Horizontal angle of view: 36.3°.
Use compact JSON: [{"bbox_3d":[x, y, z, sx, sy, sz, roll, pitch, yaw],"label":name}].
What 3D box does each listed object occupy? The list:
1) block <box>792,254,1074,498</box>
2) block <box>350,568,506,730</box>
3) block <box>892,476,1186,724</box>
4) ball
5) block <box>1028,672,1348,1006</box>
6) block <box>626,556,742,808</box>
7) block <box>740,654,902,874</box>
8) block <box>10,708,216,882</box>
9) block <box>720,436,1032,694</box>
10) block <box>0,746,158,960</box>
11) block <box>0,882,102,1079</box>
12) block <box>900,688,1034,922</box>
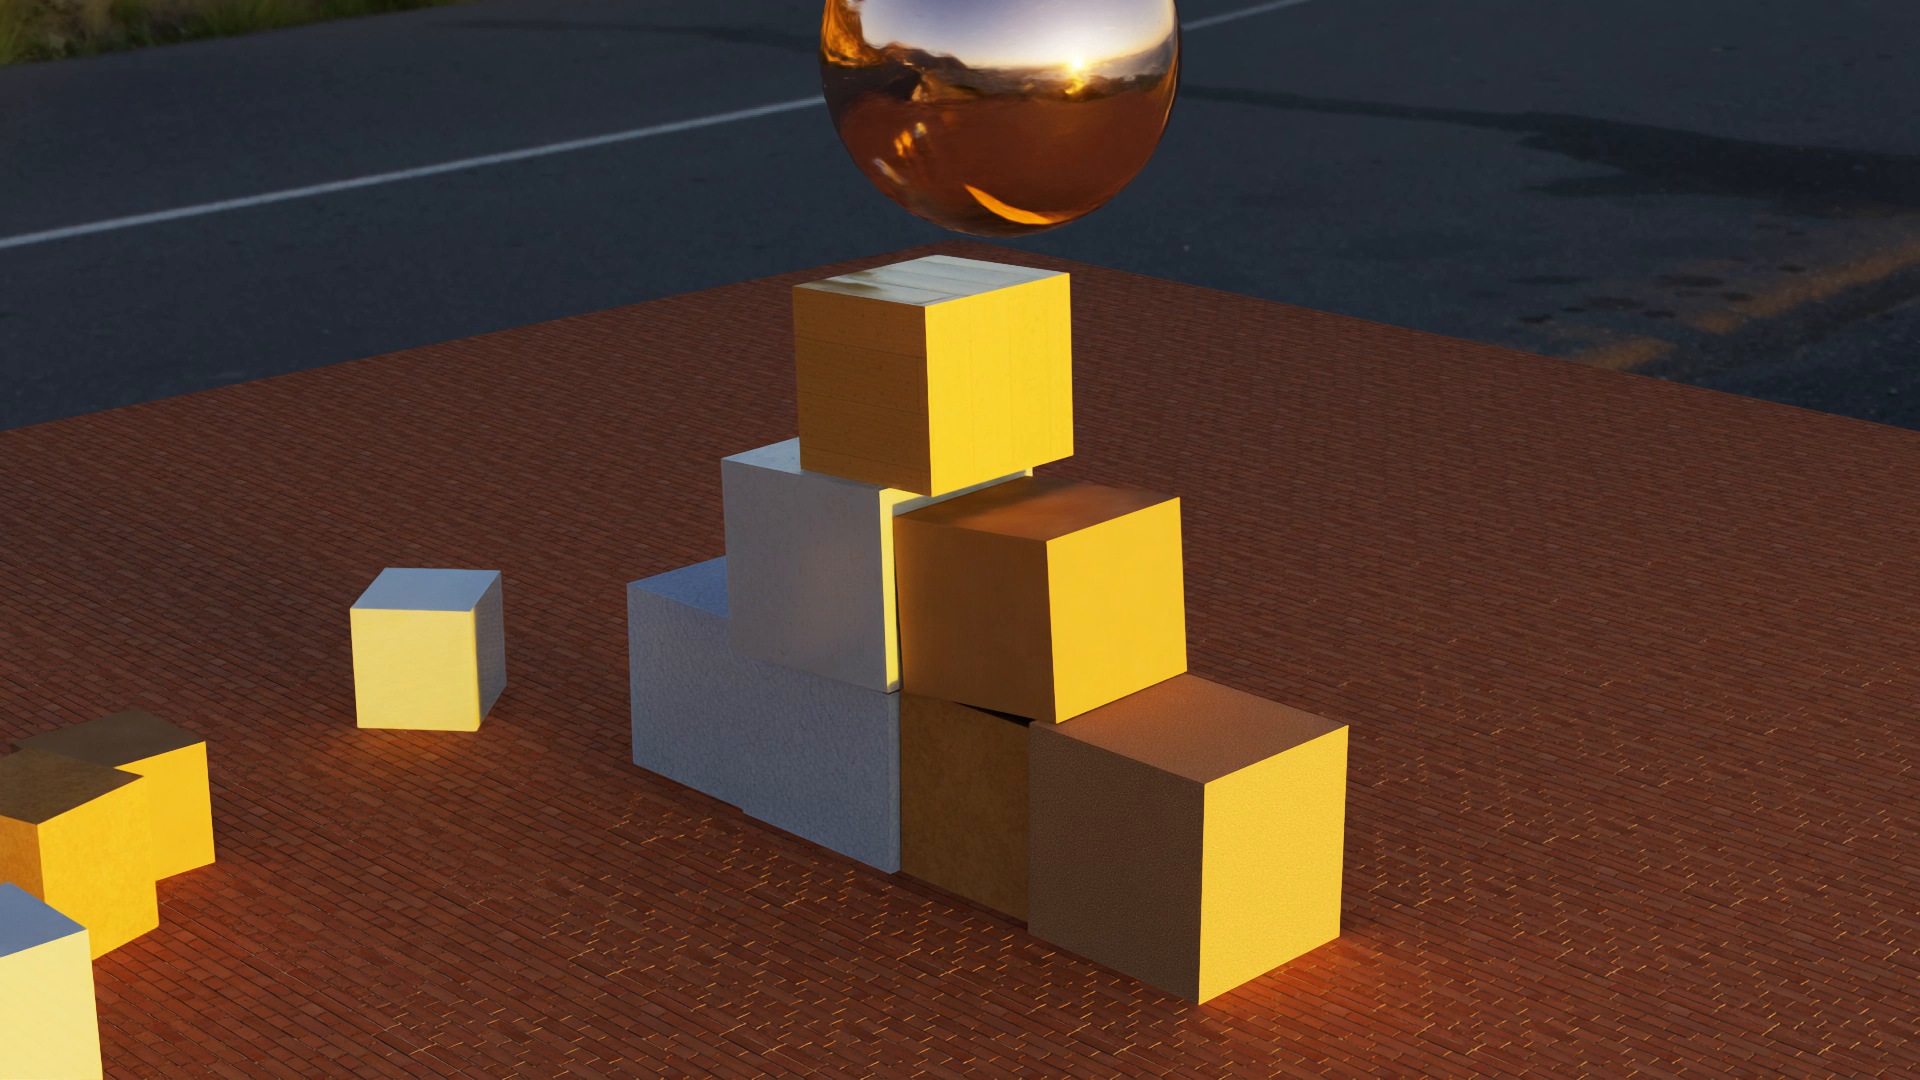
[{"bbox_3d":[-0.116,-0.759,13.197,0.826,0.840,0.927,13,21,42],"label":"block"},{"bbox_3d":[-2.791,0.569,15.447,0.628,0.653,0.685,1,17,4],"label":"block"},{"bbox_3d":[0.361,0.243,13.039,0.896,0.804,0.900,9,19,42],"label":"block"},{"bbox_3d":[0.178,-2.132,12.859,1.600,1.600,1.600,0,17,0],"label":"ball"},{"bbox_3d":[0.978,1.258,12.693,0.942,0.989,0.985,-17,24,-42],"label":"block"},{"bbox_3d":[-1.044,0.671,14.621,0.845,0.953,0.860,-17,24,-42],"label":"block"},{"bbox_3d":[-0.354,0.907,13.994,1.026,0.877,0.937,17,24,42],"label":"block"},{"bbox_3d":[-3.898,1.209,13.499,0.642,0.599,0.612,-16,24,-42],"label":"block"},{"bbox_3d":[-0.371,0.042,13.656,1.010,0.934,1.019,12,21,41],"label":"block"},{"bbox_3d":[-3.990,1.392,12.726,0.702,0.712,0.623,10,20,28],"label":"block"},{"bbox_3d":[-3.832,1.826,11.424,0.673,0.667,0.632,-16,24,-42],"label":"block"},{"bbox_3d":[0.329,1.090,13.344,0.876,0.919,0.820,16,24,42],"label":"block"}]
